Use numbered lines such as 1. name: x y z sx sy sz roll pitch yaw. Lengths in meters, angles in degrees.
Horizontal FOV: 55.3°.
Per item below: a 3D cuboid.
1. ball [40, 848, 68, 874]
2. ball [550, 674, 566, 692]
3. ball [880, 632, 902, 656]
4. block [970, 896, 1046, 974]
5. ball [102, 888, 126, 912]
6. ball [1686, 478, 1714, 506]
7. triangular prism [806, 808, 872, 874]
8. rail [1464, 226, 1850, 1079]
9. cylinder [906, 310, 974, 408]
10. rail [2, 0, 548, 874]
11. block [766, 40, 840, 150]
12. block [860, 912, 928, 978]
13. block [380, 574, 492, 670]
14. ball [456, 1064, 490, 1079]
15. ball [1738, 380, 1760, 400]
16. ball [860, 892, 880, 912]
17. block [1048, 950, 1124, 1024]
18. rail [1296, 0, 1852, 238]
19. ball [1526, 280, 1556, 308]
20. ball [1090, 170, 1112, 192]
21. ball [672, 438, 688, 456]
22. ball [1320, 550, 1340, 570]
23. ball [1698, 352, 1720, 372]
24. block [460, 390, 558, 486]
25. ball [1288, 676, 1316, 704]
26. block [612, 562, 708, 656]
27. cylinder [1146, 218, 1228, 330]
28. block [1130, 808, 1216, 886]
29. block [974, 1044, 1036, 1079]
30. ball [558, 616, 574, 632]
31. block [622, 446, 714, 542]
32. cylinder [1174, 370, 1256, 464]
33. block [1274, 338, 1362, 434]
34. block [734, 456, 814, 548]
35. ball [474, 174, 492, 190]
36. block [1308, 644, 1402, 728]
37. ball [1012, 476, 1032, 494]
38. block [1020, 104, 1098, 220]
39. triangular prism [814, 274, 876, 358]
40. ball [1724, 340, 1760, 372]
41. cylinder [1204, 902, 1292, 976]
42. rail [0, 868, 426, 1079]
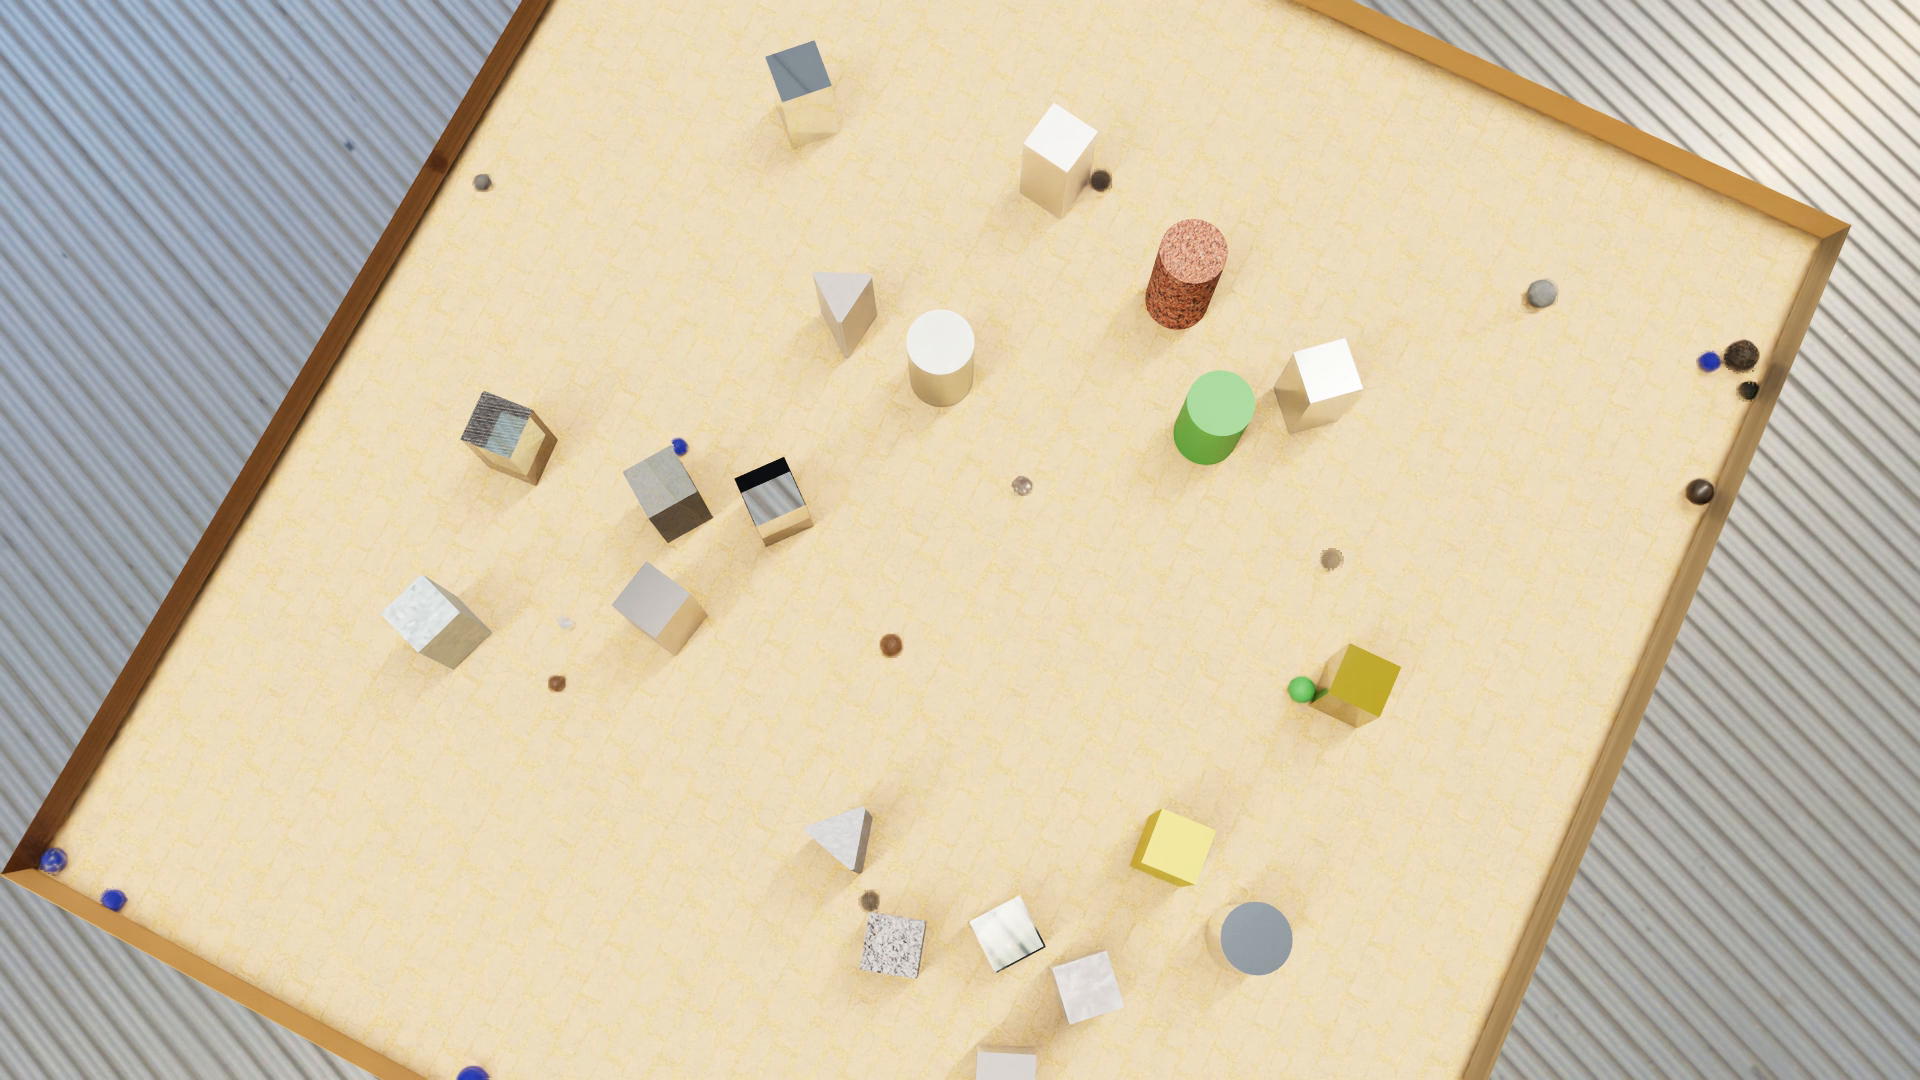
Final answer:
1. ball: -2.661 0.942 5.384 0.074 0.074 0.074 0 78 0
2. ball: -1.208 0.431 5.501 0.051 0.051 0.051 0 78 0
3. ball: -0.208 0.315 5.516 0.070 0.070 0.070 0 78 0
4. block: 0.134 1.130 5.253 0.160 0.253 0.160 -27 80 -5
5. ball: -2.476 1.055 5.364 0.067 0.067 0.067 0 78 0
6. ball: 2.263 -0.148 5.605 0.082 0.082 0.082 0 78 0
7. triangular prism: -0.310 0.831 5.221 0.173 0.437 0.150 40 81 8
8. rail: 1.797 0.887 5.366 0.045 0.130 4.252 26 80 5
9. cylinder: -0.058 -0.546 5.550 0.200 0.351 0.200 0 78 0
10. rail: -1.797 -0.873 5.730 0.045 0.130 4.252 26 80 5
11. block: -0.490 -1.388 5.729 0.160 0.343 0.160 -20 79 -4
12. block: -0.188 1.157 5.241 0.160 0.266 0.160 9 78 2
13. block: -1.531 0.245 5.377 0.160 0.369 0.160 44 82 8
14. ball: -1.396 1.553 5.246 0.097 0.097 0.097 0 78 0
15. ball: 2.445 -0.463 5.681 0.063 0.063 0.063 0 78 0
16. ball: -0.263 1.059 5.368 0.058 0.058 0.058 0 78 0
17. block: 0.356 1.269 5.216 0.160 0.270 0.160 -17 79 -3
18. rail: 0.940 -1.834 5.929 4.065 0.130 0.045 26 80 5
19. ball: 1.818 -0.769 5.730 0.090 0.090 0.090 0 78 0
20. ball: 0.446 -1.139 5.817 0.069 0.069 0.069 0 78 0
21. ball: -0.863 -0.285 5.648 0.055 0.055 0.055 0 78 0
22. ball: 1.128 0.062 5.573 0.060 0.060 0.060 0 78 0
23. ball: 2.331 -0.553 5.698 0.064 0.064 0.064 0 78 0
24. block: -1.350 -0.302 5.504 0.160 0.342 0.160 21 79 4
25. ball: 1.023 0.448 5.483 0.081 0.081 0.081 0 78 0
26. block: -0.877 0.207 5.382 0.160 0.376 0.160 36 81 7
27. cylinder: 0.683 -0.801 5.564 0.200 0.428 0.200 0 78 0
28. block: 0.606 0.885 5.247 0.160 0.365 0.160 22 79 4
29. block: 0.123 1.509 5.135 0.160 0.331 0.160 3 78 1
30. ball: -1.190 0.254 5.540 0.047 0.047 0.047 0 78 0
31. block: -0.867 -0.133 5.462 0.160 0.356 0.160 -30 80 -6
32. cylinder: 0.762 -0.364 5.515 0.200 0.346 0.200 0 78 0
33. block: 1.075 -0.459 5.529 0.160 0.358 0.160 -16 79 -3
34. block: -0.554 -0.111 5.488 0.160 0.296 0.160 -24 79 -5
35. ball: -1.517 -1.138 5.825 0.053 0.053 0.053 0 78 0
36. block: 1.154 0.430 5.372 0.160 0.306 0.160 25 79 5
37. ball: 0.189 -0.168 5.621 0.059 0.059 0.059 0 78 0
38. block: 0.301 -1.165 5.664 0.160 0.380 0.160 35 80 7
39. triangular prism: -0.371 -0.715 5.585 0.150 0.352 0.173 32 80 6
40. ball: 2.425 -0.572 5.684 0.100 0.100 0.100 0 78 0
41. cylinder: 0.818 1.132 5.213 0.200 0.332 0.200 0 78 0
42. rail: -0.940 1.848 5.167 4.065 0.130 0.045 26 80 5
